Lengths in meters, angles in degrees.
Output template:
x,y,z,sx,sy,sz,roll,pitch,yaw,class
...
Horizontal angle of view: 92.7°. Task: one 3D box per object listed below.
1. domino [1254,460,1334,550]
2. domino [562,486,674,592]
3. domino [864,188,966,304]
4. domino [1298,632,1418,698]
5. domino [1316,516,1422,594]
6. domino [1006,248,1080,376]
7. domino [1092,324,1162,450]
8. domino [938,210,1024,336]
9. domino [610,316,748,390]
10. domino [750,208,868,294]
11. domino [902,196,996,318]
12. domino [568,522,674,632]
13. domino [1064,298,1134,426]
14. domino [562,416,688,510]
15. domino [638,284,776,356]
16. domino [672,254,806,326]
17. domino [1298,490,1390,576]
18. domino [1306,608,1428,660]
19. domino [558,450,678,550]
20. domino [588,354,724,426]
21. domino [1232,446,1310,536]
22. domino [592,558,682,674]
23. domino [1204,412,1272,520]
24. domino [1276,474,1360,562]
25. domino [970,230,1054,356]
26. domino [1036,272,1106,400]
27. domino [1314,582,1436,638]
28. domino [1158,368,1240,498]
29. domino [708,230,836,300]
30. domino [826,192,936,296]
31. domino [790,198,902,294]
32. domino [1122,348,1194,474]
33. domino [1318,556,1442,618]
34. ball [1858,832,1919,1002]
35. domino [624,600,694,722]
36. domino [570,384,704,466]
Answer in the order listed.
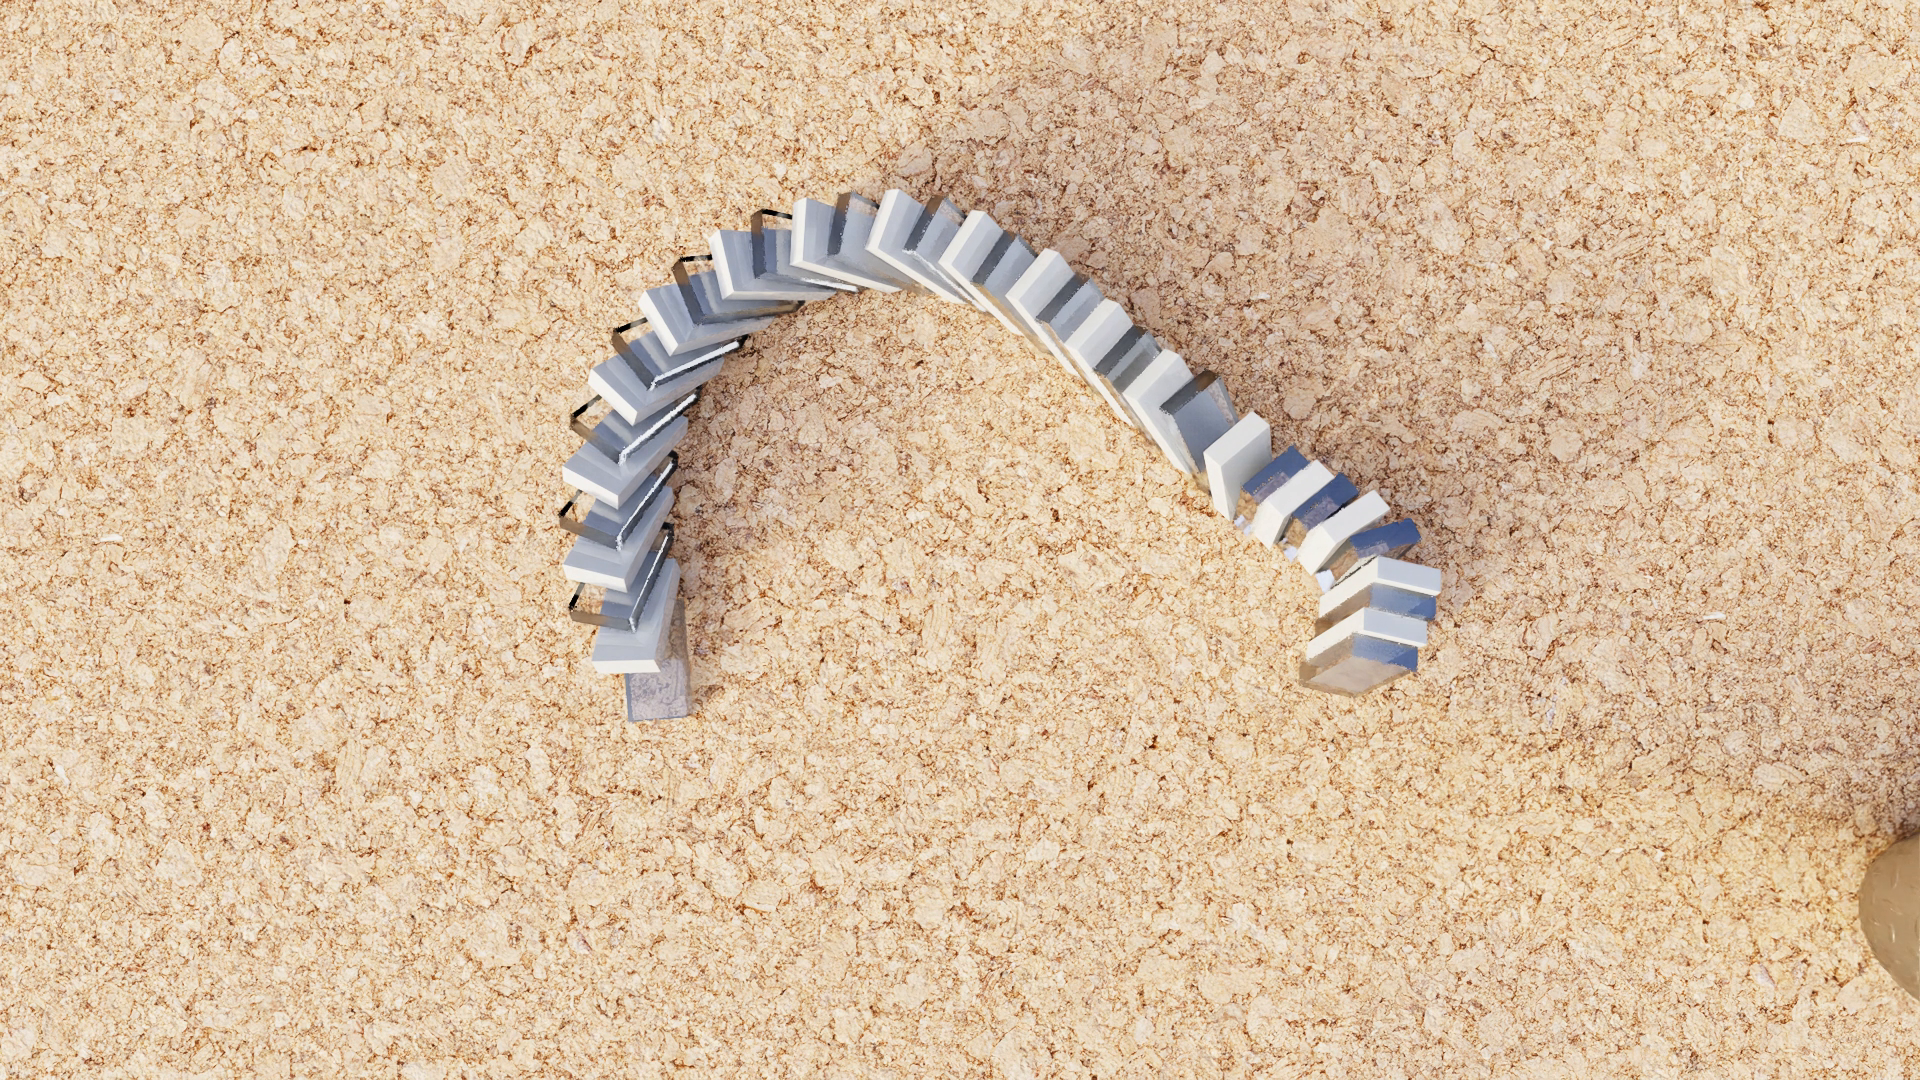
x,y,z,sx,sy,sz,roll,pitch,yaw,class
0.136,-0.013,0.375,0.025,0.050,0.009,-39,71,0,domino
-0.141,-0.004,0.381,0.025,0.010,0.050,14,51,0,domino
-0.014,-0.121,0.380,0.050,0.010,0.025,21,89,-41,domino
0.162,0.052,0.375,0.025,0.050,0.010,13,67,0,domino
0.166,0.007,0.375,0.025,0.050,0.010,-17,70,0,domino
0.043,-0.093,0.380,0.025,0.010,0.050,-50,130,0,domino
0.078,-0.063,0.381,0.025,0.010,0.050,-48,129,0,domino
0.016,-0.110,0.380,0.050,0.010,0.025,34,89,-41,domino
-0.116,-0.083,0.380,0.025,0.009,0.050,51,49,0,domino
-0.061,-0.119,0.380,0.050,0.009,0.025,-4,90,-42,domino
0.002,-0.117,0.380,0.050,0.009,0.025,29,89,-41,domino
-0.140,0.013,0.381,0.025,0.009,0.050,10,51,0,domino
0.067,-0.073,0.381,0.025,0.010,0.050,-48,129,0,domino
-0.138,-0.038,0.381,0.025,0.010,0.050,28,52,0,domino
-0.104,-0.095,0.380,0.050,0.009,0.025,-31,90,-42,domino
-0.091,-0.105,0.380,0.050,0.010,0.025,-22,90,-43,domino
0.156,-0.002,0.375,0.025,0.050,0.009,-33,71,0,domino
0.165,0.042,0.375,0.025,0.050,0.010,13,67,0,domino
-0.141,-0.021,0.381,0.025,0.009,0.050,22,52,0,domino
-0.125,-0.070,0.380,0.025,0.009,0.050,44,49,0,domino
0.126,-0.019,0.375,0.025,0.050,0.009,-39,71,0,domino
-0.134,0.031,0.381,0.025,0.009,0.050,-2,52,0,domino
0.115,-0.029,0.376,0.025,0.050,0.010,-40,59,-1,domino
0.145,-0.008,0.375,0.025,0.050,0.009,-39,71,0,domino
0.029,-0.101,0.380,0.050,0.009,0.025,35,90,-40,domino
0.055,-0.084,0.380,0.025,0.009,0.050,-48,130,0,domino
0.169,0.033,0.375,0.025,0.050,0.010,13,67,0,domino
0.103,-0.043,0.380,0.025,0.009,0.050,-39,128,-2,domino
-0.077,-0.113,0.380,0.050,0.009,0.025,-13,90,-42,domino
-0.030,-0.122,0.380,0.050,0.009,0.025,11,90,-42,domino
-0.046,-0.121,0.380,0.050,0.010,0.025,4,90,-42,domino
0.090,-0.053,0.381,0.025,0.009,0.050,-46,129,0,domino
0.171,0.022,0.375,0.025,0.050,0.009,13,67,0,domino
0.409,0.154,0.360,0.080,0.080,0.080,0,90,0,ball
-0.131,0.052,0.395,0.025,0.009,0.050,-5,90,0,domino
-0.134,-0.055,0.381,0.025,0.010,0.050,37,52,0,domino
